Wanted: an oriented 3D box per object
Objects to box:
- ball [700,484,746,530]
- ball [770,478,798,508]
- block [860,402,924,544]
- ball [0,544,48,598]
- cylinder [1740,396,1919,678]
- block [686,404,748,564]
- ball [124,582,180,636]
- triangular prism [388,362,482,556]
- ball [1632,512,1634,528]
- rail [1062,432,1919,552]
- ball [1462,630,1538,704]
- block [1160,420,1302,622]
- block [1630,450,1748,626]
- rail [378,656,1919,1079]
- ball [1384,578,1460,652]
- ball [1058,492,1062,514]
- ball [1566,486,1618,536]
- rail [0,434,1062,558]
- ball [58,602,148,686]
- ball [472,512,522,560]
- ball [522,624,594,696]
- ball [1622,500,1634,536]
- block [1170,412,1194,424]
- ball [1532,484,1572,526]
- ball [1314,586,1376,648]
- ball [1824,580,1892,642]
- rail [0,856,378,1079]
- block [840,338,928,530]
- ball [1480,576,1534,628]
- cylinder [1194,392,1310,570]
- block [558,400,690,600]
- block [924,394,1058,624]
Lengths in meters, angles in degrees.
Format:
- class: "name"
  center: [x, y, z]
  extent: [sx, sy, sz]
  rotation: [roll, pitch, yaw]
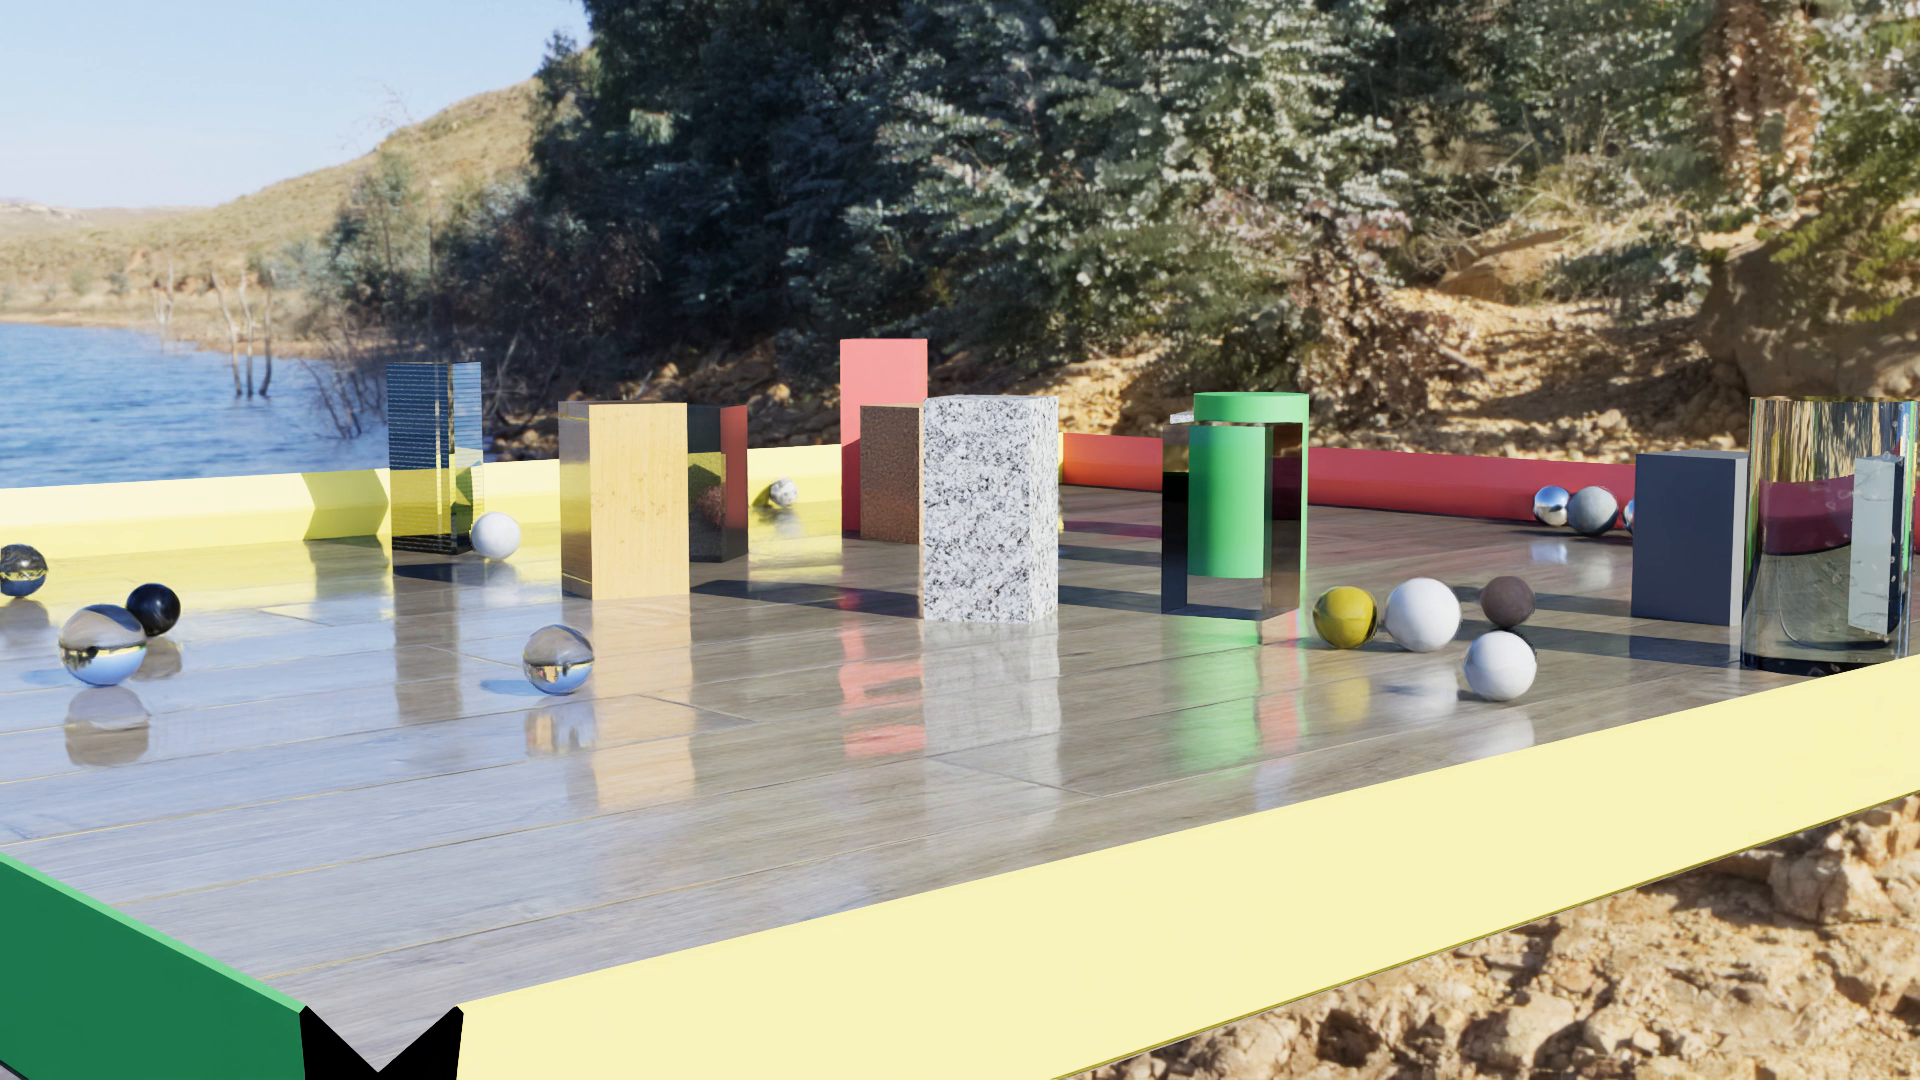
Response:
- class: "ball"
  center: [-0.485, -0.069, 4.487]
  extent: [0.094, 0.094, 0.094]
  rotation: [0, 6, 0]
- class: "ball"
  center: [-0.398, -0.107, 4.983]
  extent: [0.066, 0.066, 0.066]
  rotation: [0, 6, 0]
- class: "block"
  center: [-0.083, -0.132, 4.287]
  extent: [0.158, 0.261, 0.158]
  rotation: [5, 8, 42]
- class: "ball"
  center: [-1.465, 0.047, 3.421]
  extent: [0.084, 0.084, 0.084]
  rotation: [0, 6, 0]
- class: "cylinder"
  center: [1.086, -0.009, 2.750]
  extent: [0.197, 0.335, 0.197]
  rotation: [0, 6, 0]
- class: "block"
  center: [-0.482, -0.105, 3.967]
  extent: [0.158, 0.273, 0.158]
  rotation: [1, 6, 12]
- class: "ball"
  center: [-1.107, 0.095, 3.013]
  extent: [0.074, 0.074, 0.074]
  rotation: [0, 6, 0]
- class: "triangular prism"
  center: [-0.948, -0.156, 4.098]
  extent: [0.171, 0.348, 0.148]
  rotation: [4, 7, 35]
- class: "ball"
  center: [1.328, -0.038, 4.181]
  extent: [0.097, 0.097, 0.097]
  rotation: [0, 6, 0]
- class: "rail"
  center: [1.310, -0.092, 4.534]
  extent: [0.045, 0.128, 3.131]
  rotation: [-5, 8, -42]
- class: "ball"
  center: [0.615, 0.144, 2.507]
  extent: [0.084, 0.084, 0.084]
  rotation: [0, 6, 0]
- class: "block"
  center: [0.403, -0.033, 3.251]
  extent: [0.158, 0.279, 0.158]
  rotation: [3, 7, 28]
- class: "block"
  center: [1.095, -0.007, 3.204]
  extent: [0.158, 0.237, 0.158]
  rotation: [-5, 8, -41]
- class: "rail"
  center: [1.046, 0.151, 2.205]
  extent: [3.613, 0.128, 0.045]
  rotation: [-5, 8, -42]
- class: "ball"
  center: [0.603, 0.098, 2.873]
  extent: [0.098, 0.098, 0.098]
  rotation: [0, 6, 0]
- class: "ball"
  center: [0.174, -0.078, 4.637]
  extent: [0.081, 0.081, 0.081]
  rotation: [0, 6, 0]
- class: "ball"
  center: [1.249, -0.056, 4.344]
  extent: [0.098, 0.098, 0.098]
  rotation: [0, 6, 0]
- class: "rail"
  center: [-1.046, -0.084, 4.459]
  extent: [3.613, 0.128, 0.045]
  rotation: [-5, 8, -42]
- class: "ball"
  center: [-1.019, 0.124, 2.614]
  extent: [0.099, 0.099, 0.099]
  rotation: [0, 6, 0]
- class: "ball"
  center: [-0.827, -0.007, 3.924]
  extent: [0.087, 0.087, 0.087]
  rotation: [0, 6, 0]
- class: "ball"
  center: [-0.467, 0.139, 2.553]
  extent: [0.083, 0.083, 0.083]
  rotation: [0, 6, 0]
- class: "ball"
  center: [1.336, -0.044, 4.287]
  extent: [0.085, 0.085, 0.085]
  rotation: [0, 6, 0]
- class: "block"
  center: [0.506, -0.128, 4.334]
  extent: [0.158, 0.242, 0.158]
  rotation: [2, 6, 16]
- class: "ball"
  center: [1.225, -0.070, 4.539]
  extent: [0.086, 0.086, 0.086]
  rotation: [0, 6, 0]
- class: "ball"
  center: [0.508, 0.102, 2.902]
  extent: [0.081, 0.081, 0.081]
  rotation: [0, 6, 0]
- class: "ball"
  center: [1.209, 0.096, 2.961]
  extent: [0.084, 0.084, 0.084]
  rotation: [0, 6, 0]
- class: "rail"
  center: [-1.310, 0.159, 2.129]
  extent: [0.045, 0.128, 3.131]
  rotation: [-5, 8, -42]
- class: "block"
  center: [-0.155, -0.219, 4.518]
  extent: [0.158, 0.385, 0.158]
  rotation: [1, 6, 6]
- class: "ball"
  center: [0.771, 0.087, 3.100]
  extent: [0.073, 0.073, 0.073]
  rotation: [0, 6, 0]
- class: "cylinder"
  center: [0.502, -0.102, 3.806]
  extent: [0.197, 0.301, 0.197]
  rotation: [0, 6, 0]
- class: "block"
  center: [-0.533, -0.068, 3.481]
  extent: [0.158, 0.300, 0.158]
  rotation: [-3, 7, -27]
- class: "block"
  center: [0.047, -0.049, 3.212]
  extent: [0.158, 0.319, 0.158]
  rotation: [2, 6, 17]
